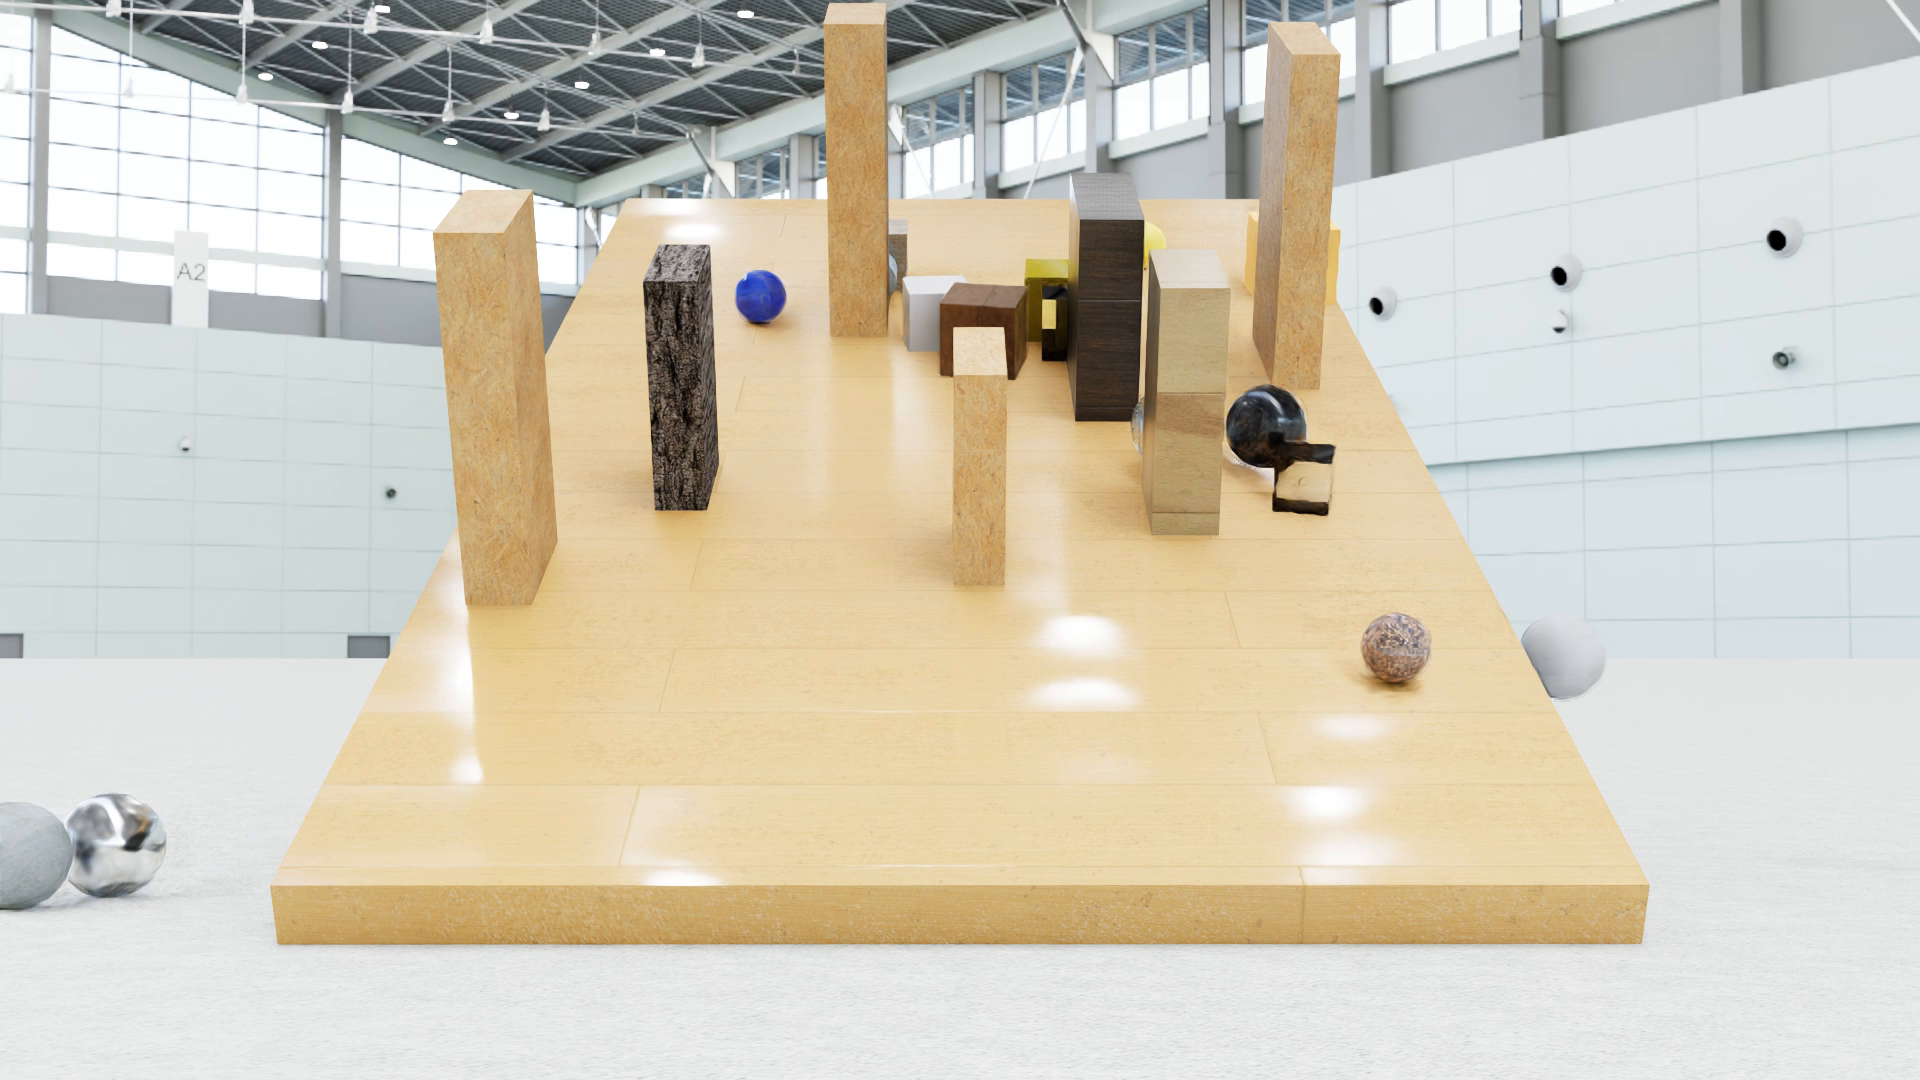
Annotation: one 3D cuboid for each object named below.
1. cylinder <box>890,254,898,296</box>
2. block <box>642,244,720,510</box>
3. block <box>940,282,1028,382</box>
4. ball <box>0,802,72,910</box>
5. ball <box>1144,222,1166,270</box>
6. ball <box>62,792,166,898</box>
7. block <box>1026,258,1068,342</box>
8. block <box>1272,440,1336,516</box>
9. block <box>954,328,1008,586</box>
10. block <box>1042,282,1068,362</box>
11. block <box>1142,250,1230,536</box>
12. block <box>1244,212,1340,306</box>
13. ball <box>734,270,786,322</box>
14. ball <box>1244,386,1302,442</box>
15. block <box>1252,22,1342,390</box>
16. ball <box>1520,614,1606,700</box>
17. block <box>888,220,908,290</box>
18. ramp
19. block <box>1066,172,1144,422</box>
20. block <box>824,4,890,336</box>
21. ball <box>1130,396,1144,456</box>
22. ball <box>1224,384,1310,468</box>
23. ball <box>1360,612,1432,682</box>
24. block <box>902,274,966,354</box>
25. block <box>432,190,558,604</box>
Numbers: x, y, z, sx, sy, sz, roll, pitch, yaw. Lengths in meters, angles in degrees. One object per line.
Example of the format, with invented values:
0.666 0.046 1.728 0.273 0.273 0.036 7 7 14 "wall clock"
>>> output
-0.222 -0.693 6.053 0.114 0.114 0.114 0 25 2 "cylinder"
-0.567 -0.334 4.713 0.106 0.482 0.271 0 23 0 "block"
0.057 -0.498 5.502 0.180 0.180 0.180 4 23 10 "block"
-1.568 0.524 3.825 0.180 0.180 0.180 0 -3 0 "ball"
0.500 -0.805 6.306 0.128 0.128 0.128 0 -3 0 "ball"
-1.478 0.532 4.017 0.183 0.183 0.183 0 -3 0 "ball"
0.245 -0.599 5.764 0.165 0.165 0.165 1 23 2 "block"
0.702 -0.126 4.701 0.112 0.112 0.112 5 23 13 "block"
0.036 -0.162 4.388 0.097 0.416 0.288 0 23 0 "block"
0.277 -0.533 5.618 0.154 0.154 0.154 1 23 2 "block"
0.446 -0.296 4.595 0.133 0.507 0.274 0 23 0 "block"
0.871 -0.742 6.061 0.201 0.201 0.201 -2 23 -5 "block"
-0.507 -0.618 5.847 0.134 0.134 0.134 0 -3 0 "ball"
0.683 -0.273 5.032 0.122 0.122 0.122 0 -3 0 "ball"
0.785 -0.789 5.424 0.109 0.780 0.403 0 23 0 "block"
1.311 0.254 5.029 0.188 0.188 0.188 0 -3 0 "ball"
-0.217 -0.764 6.169 0.154 0.154 0.154 0 23 0 "block"
-0.007 -0.224 5.207 2.000 0.100 4.000 0 23 0 "ramp"
0.329 -0.563 5.287 0.141 0.465 0.427 0 23 0 "block"
-0.253 -0.920 5.739 0.142 0.773 0.290 0 23 0 "block"
0.454 -0.238 4.869 0.188 0.188 0.188 0 -3 0 "ball"
0.650 -0.241 4.889 0.178 0.178 0.178 0 -3 0 "ball"
0.746 0.184 3.949 0.119 0.119 0.119 0 -3 0 "ball"
-0.058 -0.556 5.677 0.151 0.151 0.151 -3 23 -7 "block"
-0.850 -0.264 4.254 0.123 0.704 0.305 0 23 0 "block"
